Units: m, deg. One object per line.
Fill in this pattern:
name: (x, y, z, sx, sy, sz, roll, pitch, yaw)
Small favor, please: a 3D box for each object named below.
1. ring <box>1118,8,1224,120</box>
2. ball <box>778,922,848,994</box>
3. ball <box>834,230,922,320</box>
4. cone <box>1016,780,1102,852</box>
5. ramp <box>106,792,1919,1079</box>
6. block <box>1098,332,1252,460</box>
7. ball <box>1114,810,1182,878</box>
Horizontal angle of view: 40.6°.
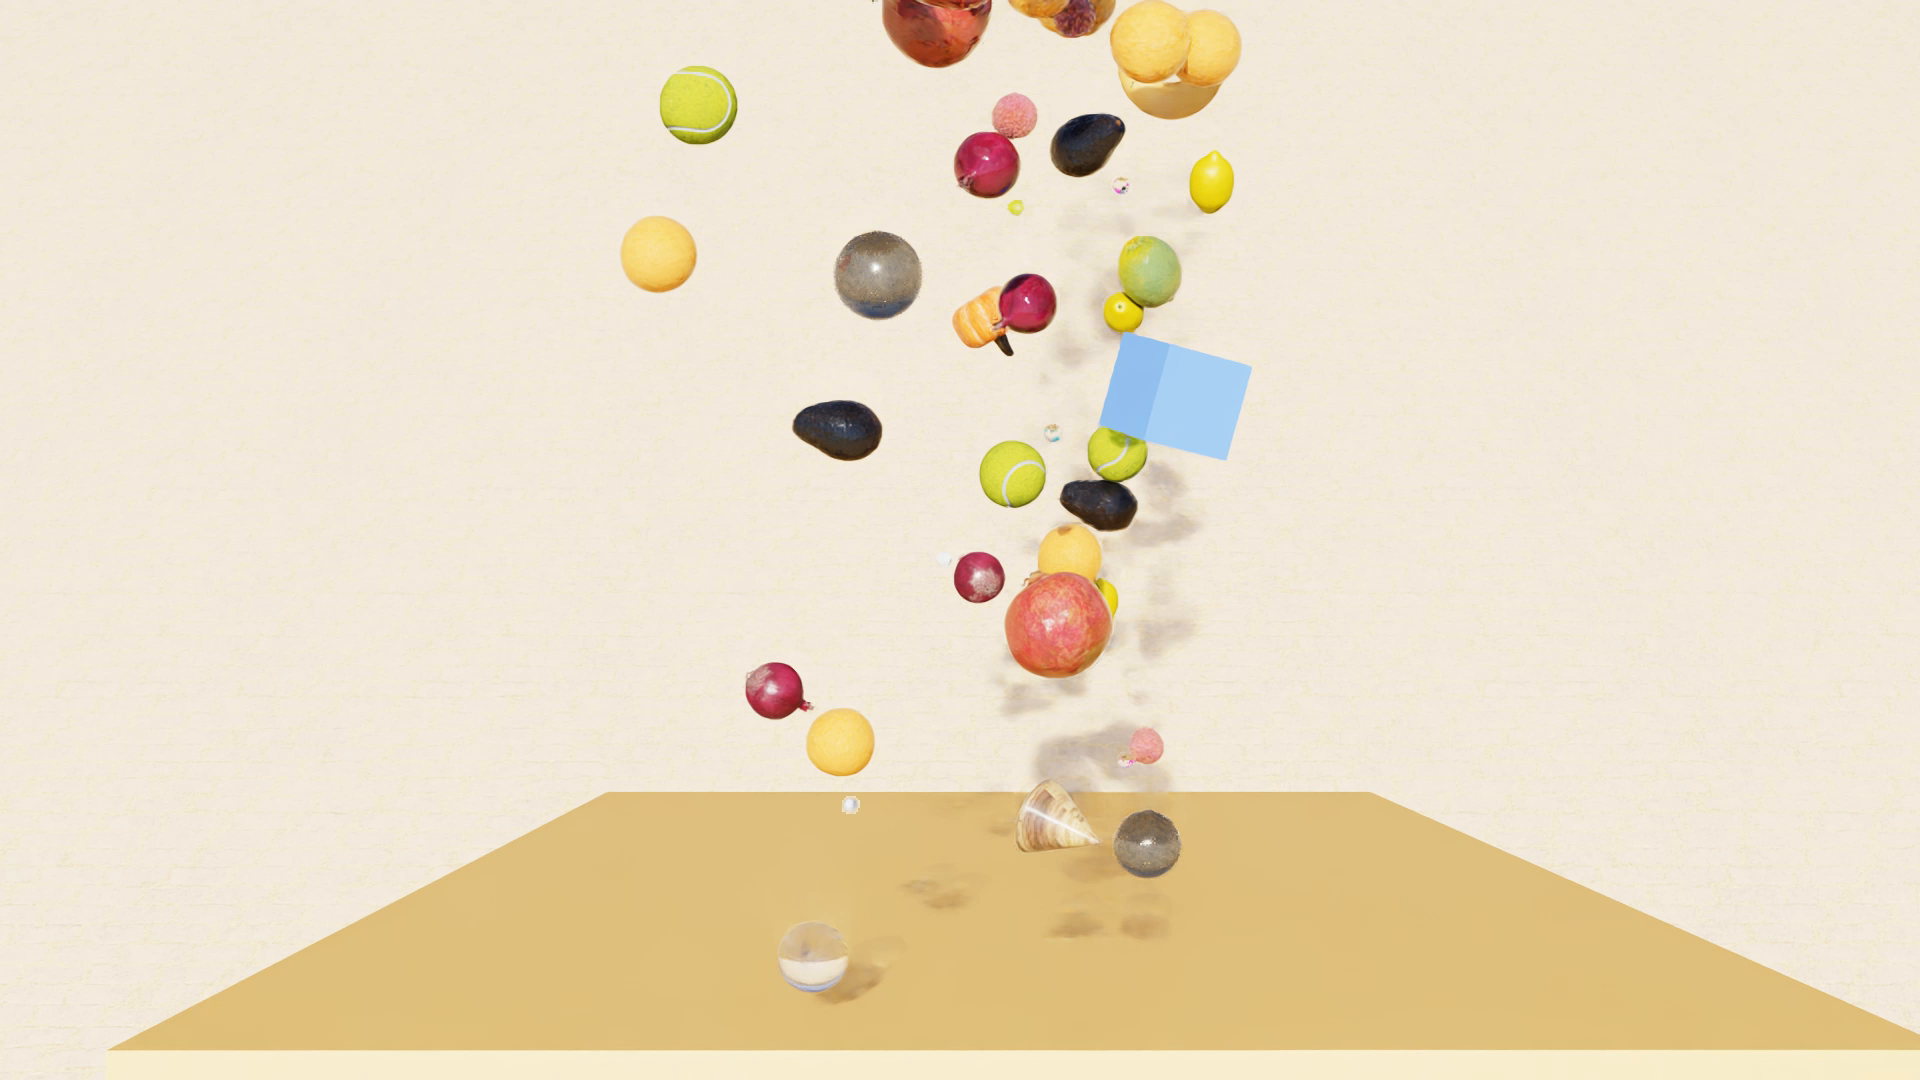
ring: (0.203, -0.458, 2.498, 0.105, 0.105, 0.035, 11, 16, 16)
ball: (-0.168, 0.476, 2.959, 0.081, 0.081, 0.081, 0, 34, 0)
ball: (-0.082, -0.265, 2.597, 0.090, 0.090, 0.090, 0, 34, 0)
cone: (0.119, 0.310, 2.780, 0.085, 0.085, 0.085, 21, 39, 35)
ramp: (0.076, 0.656, 4.805, 2.000, 0.100, 4.000, 0, -2, 0)
block: (0.201, -0.135, 2.435, 0.091, 0.091, 0.091, 13, 6, -26)
ball: (0.214, 0.348, 2.969, 0.077, 0.077, 0.077, 0, 34, 0)
